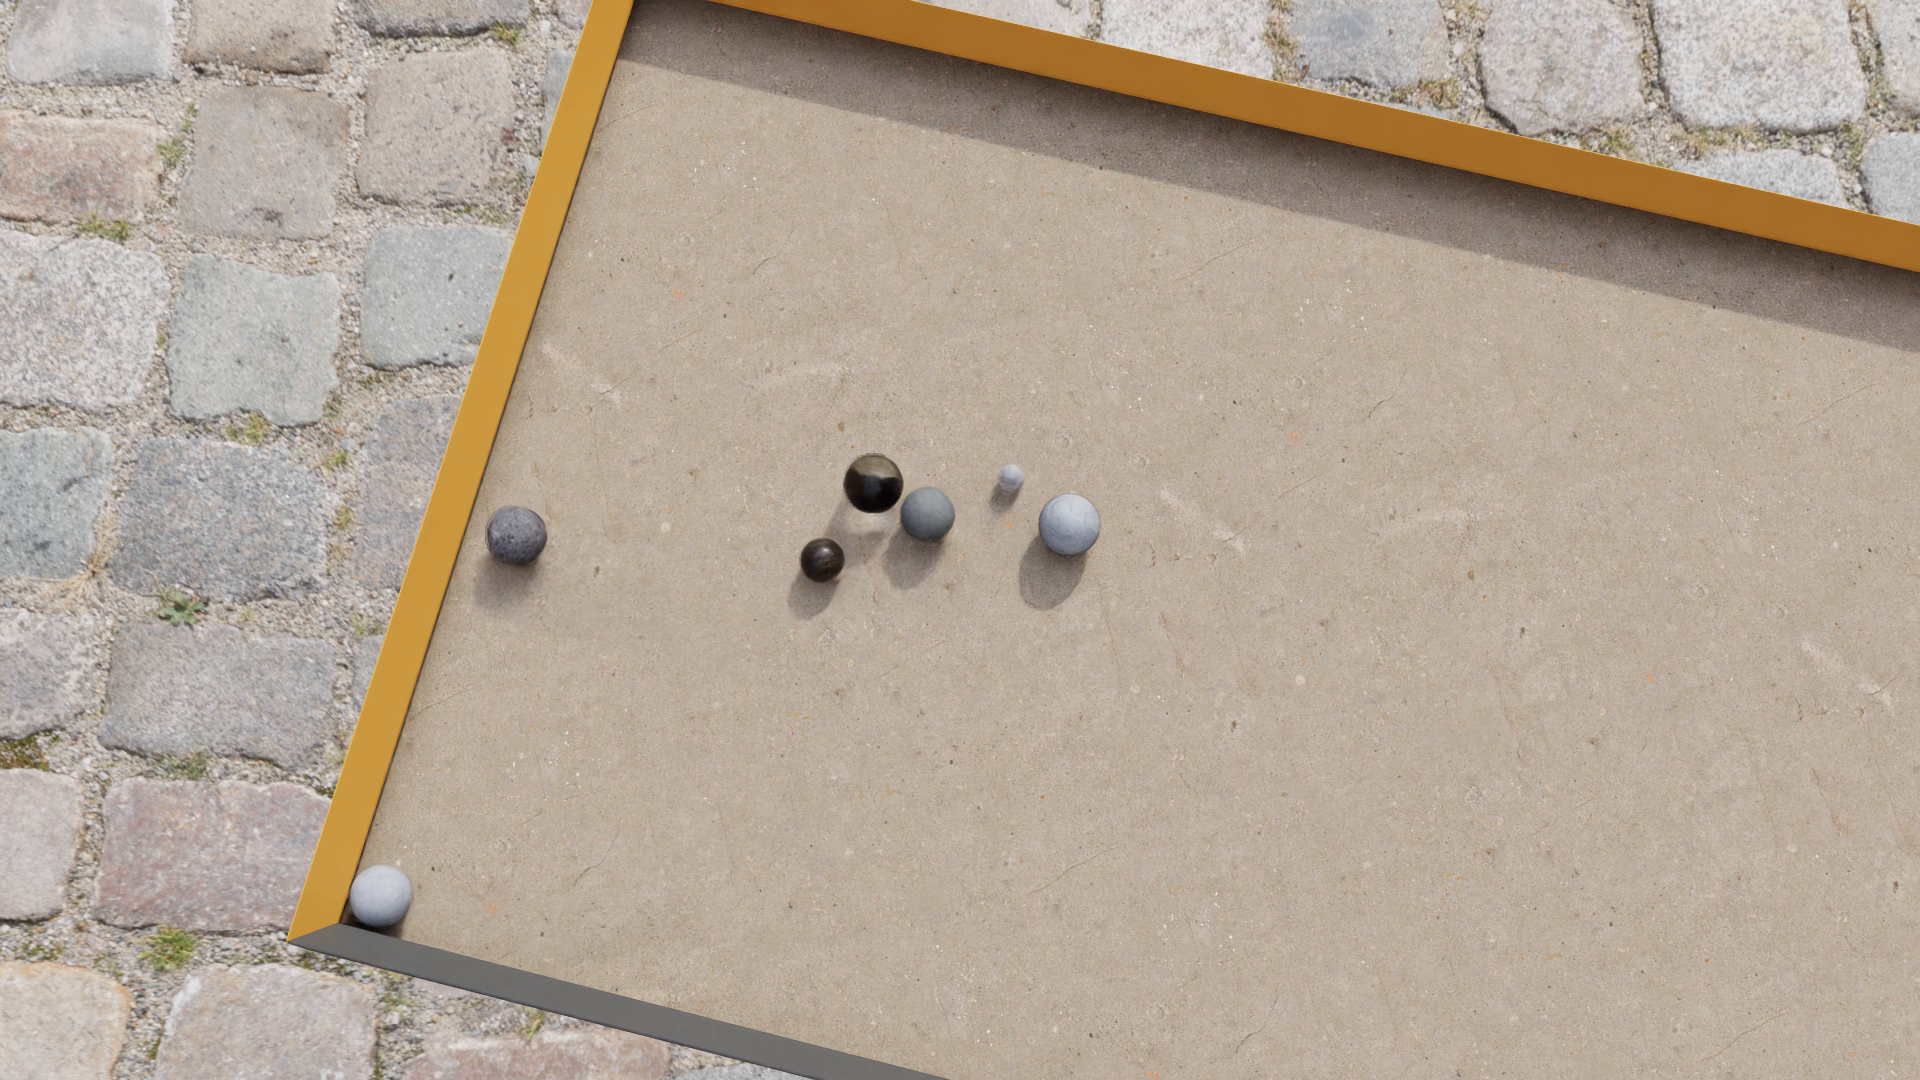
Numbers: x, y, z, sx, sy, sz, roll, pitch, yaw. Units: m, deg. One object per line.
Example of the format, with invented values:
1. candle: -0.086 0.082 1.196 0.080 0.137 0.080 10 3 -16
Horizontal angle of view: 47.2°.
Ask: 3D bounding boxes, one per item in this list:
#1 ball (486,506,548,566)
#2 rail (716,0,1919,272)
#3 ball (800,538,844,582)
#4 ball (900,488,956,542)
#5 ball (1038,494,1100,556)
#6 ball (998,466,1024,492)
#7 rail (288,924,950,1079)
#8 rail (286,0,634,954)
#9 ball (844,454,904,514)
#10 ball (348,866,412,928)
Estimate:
1. ball: -0.674 -0.007 3.347 0.090 0.090 0.090 0 75 0
2. rail: 0.948 -0.576 3.486 3.110 0.124 0.045 13 75 4
3. ball: -0.209 0.030 3.348 0.068 0.068 0.068 0 75 0
4. ball: -0.049 -0.039 3.360 0.084 0.084 0.084 0 75 0
5. ball: 0.167 -0.024 3.349 0.095 0.095 0.095 0 75 0
6. ball: 0.079 -0.095 3.397 0.041 0.041 0.041 0 75 0
7. rail: 0.562 0.924 3.071 3.110 0.124 0.045 13 75 4
8. rail: -0.732 -0.181 3.377 0.045 0.124 1.651 13 75 4
9. ball: -0.132 -0.085 3.368 0.092 0.092 0.092 0 75 0
10. ball: -0.843 0.519 3.202 0.090 0.090 0.090 0 75 0
